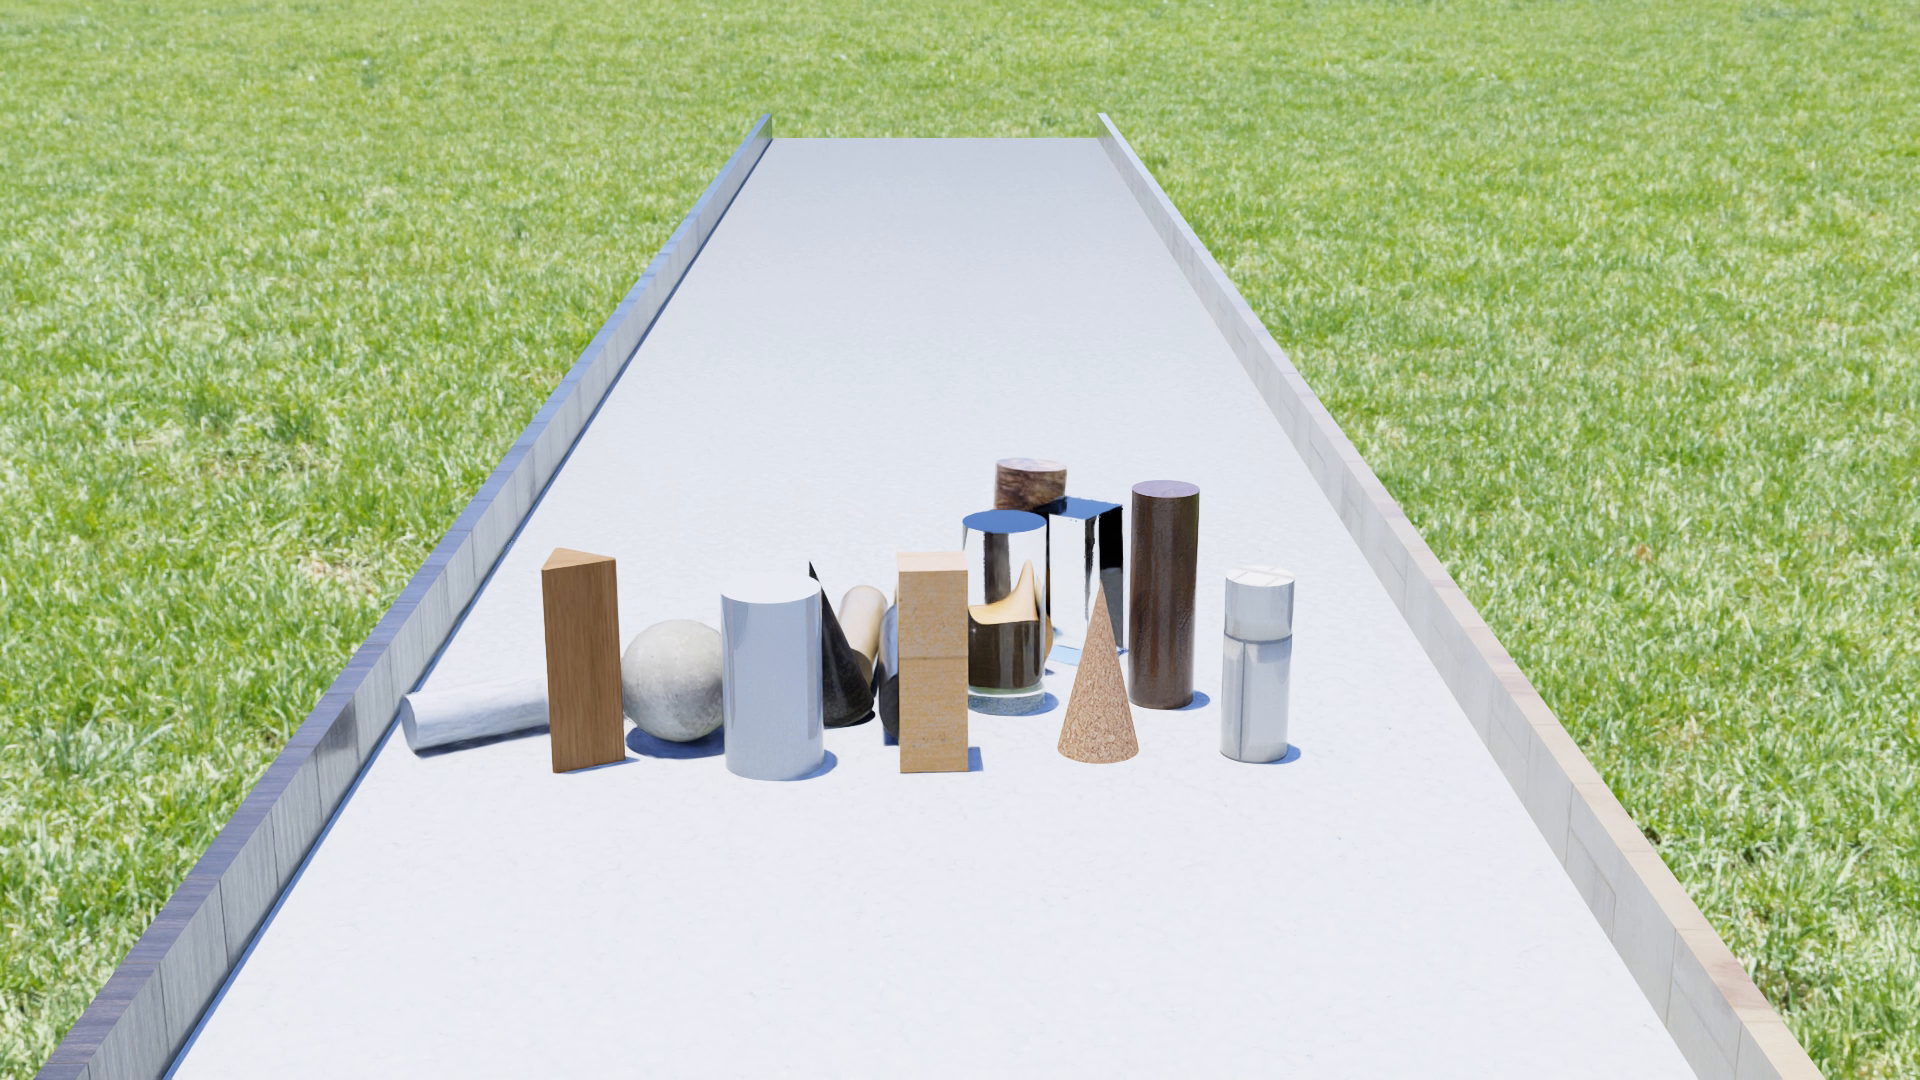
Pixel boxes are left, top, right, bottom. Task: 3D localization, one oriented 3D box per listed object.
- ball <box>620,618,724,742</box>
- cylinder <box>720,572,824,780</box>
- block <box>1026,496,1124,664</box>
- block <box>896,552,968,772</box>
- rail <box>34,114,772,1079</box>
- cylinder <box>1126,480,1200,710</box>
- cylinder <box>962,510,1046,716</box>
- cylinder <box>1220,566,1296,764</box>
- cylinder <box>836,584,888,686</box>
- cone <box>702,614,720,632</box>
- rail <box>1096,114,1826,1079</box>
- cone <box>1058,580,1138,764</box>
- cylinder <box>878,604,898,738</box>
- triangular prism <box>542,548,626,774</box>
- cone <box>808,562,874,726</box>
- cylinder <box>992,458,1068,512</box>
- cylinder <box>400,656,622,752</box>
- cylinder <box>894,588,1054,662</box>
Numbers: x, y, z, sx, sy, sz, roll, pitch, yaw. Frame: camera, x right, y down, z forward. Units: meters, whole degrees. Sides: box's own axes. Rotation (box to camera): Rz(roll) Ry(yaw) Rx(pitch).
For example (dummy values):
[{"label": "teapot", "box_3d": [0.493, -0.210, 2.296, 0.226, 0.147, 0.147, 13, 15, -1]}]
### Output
[{"label": "ball", "box_3d": [-0.509, 0.253, 3.985, 0.222, 0.222, 0.222, 0, 17, 0]}, {"label": "cylinder", "box_3d": [-0.329, 0.238, 3.857, 0.176, 0.325, 0.176, 0, 17, 0]}, {"label": "block", "box_3d": [0.233, 0.081, 4.417, 0.137, 0.302, 0.137, 10, 19, 35]}, {"label": "block", "box_3d": [-0.049, 0.213, 3.861, 0.119, 0.368, 0.119, -1, 16, -3]}, {"label": "rail", "box_3d": [-1.118, -0.838, 7.780, 0.050, 0.150, 12.000, 0, 17, -1]}, {"label": "cylinder", "box_3d": [0.383, 0.104, 4.150, 0.127, 0.416, 0.127, 0, 17, 0]}, {"label": "cylinder", "box_3d": [0.082, 0.136, 4.143, 0.158, 0.357, 0.158, 0, 17, 0]}, {"label": "cylinder", "box_3d": [0.527, 0.221, 3.904, 0.121, 0.330, 0.121, 0, 17, 0]}, {"label": "cylinder", "box_3d": [-0.207, 0.197, 4.388, 0.100, 0.100, 0.394, 1, 17, 2]}, {"label": "cone", "box_3d": [-0.626, 0.253, 4.263, 0.433, 0.130, 0.130, -16, 21, -20]}, {"label": "rail", "box_3d": [0.932, -0.844, 7.801, 0.050, 0.150, 12.000, 0, 17, -1]}, {"label": "cone", "box_3d": [0.249, 0.223, 3.918, 0.148, 0.319, 0.148, 0, 17, 0]}, {"label": "cylinder", "box_3d": [-0.077, 0.242, 4.145, 0.153, 0.153, 0.398, -1, 17, -2]}, {"label": "triangular prism", "box_3d": [-0.681, 0.206, 3.877, 0.133, 0.374, 0.115, -9, 19, -28]}, {"label": "cone", "box_3d": [-0.248, 0.172, 4.039, 0.130, 0.323, 0.130, -7, 29, 4]}, {"label": "cylinder", "box_3d": [0.136, 0.011, 4.566, 0.149, 0.341, 0.149, 4, 12, -1]}, {"label": "cylinder", "box_3d": [-0.808, 0.299, 4.045, 0.418, 0.100, 0.100, -10, 19, -29]}, {"label": "cylinder", "box_3d": [0.023, 0.155, 4.434, 0.155, 0.155, 0.368, -10, 19, -29]}]
